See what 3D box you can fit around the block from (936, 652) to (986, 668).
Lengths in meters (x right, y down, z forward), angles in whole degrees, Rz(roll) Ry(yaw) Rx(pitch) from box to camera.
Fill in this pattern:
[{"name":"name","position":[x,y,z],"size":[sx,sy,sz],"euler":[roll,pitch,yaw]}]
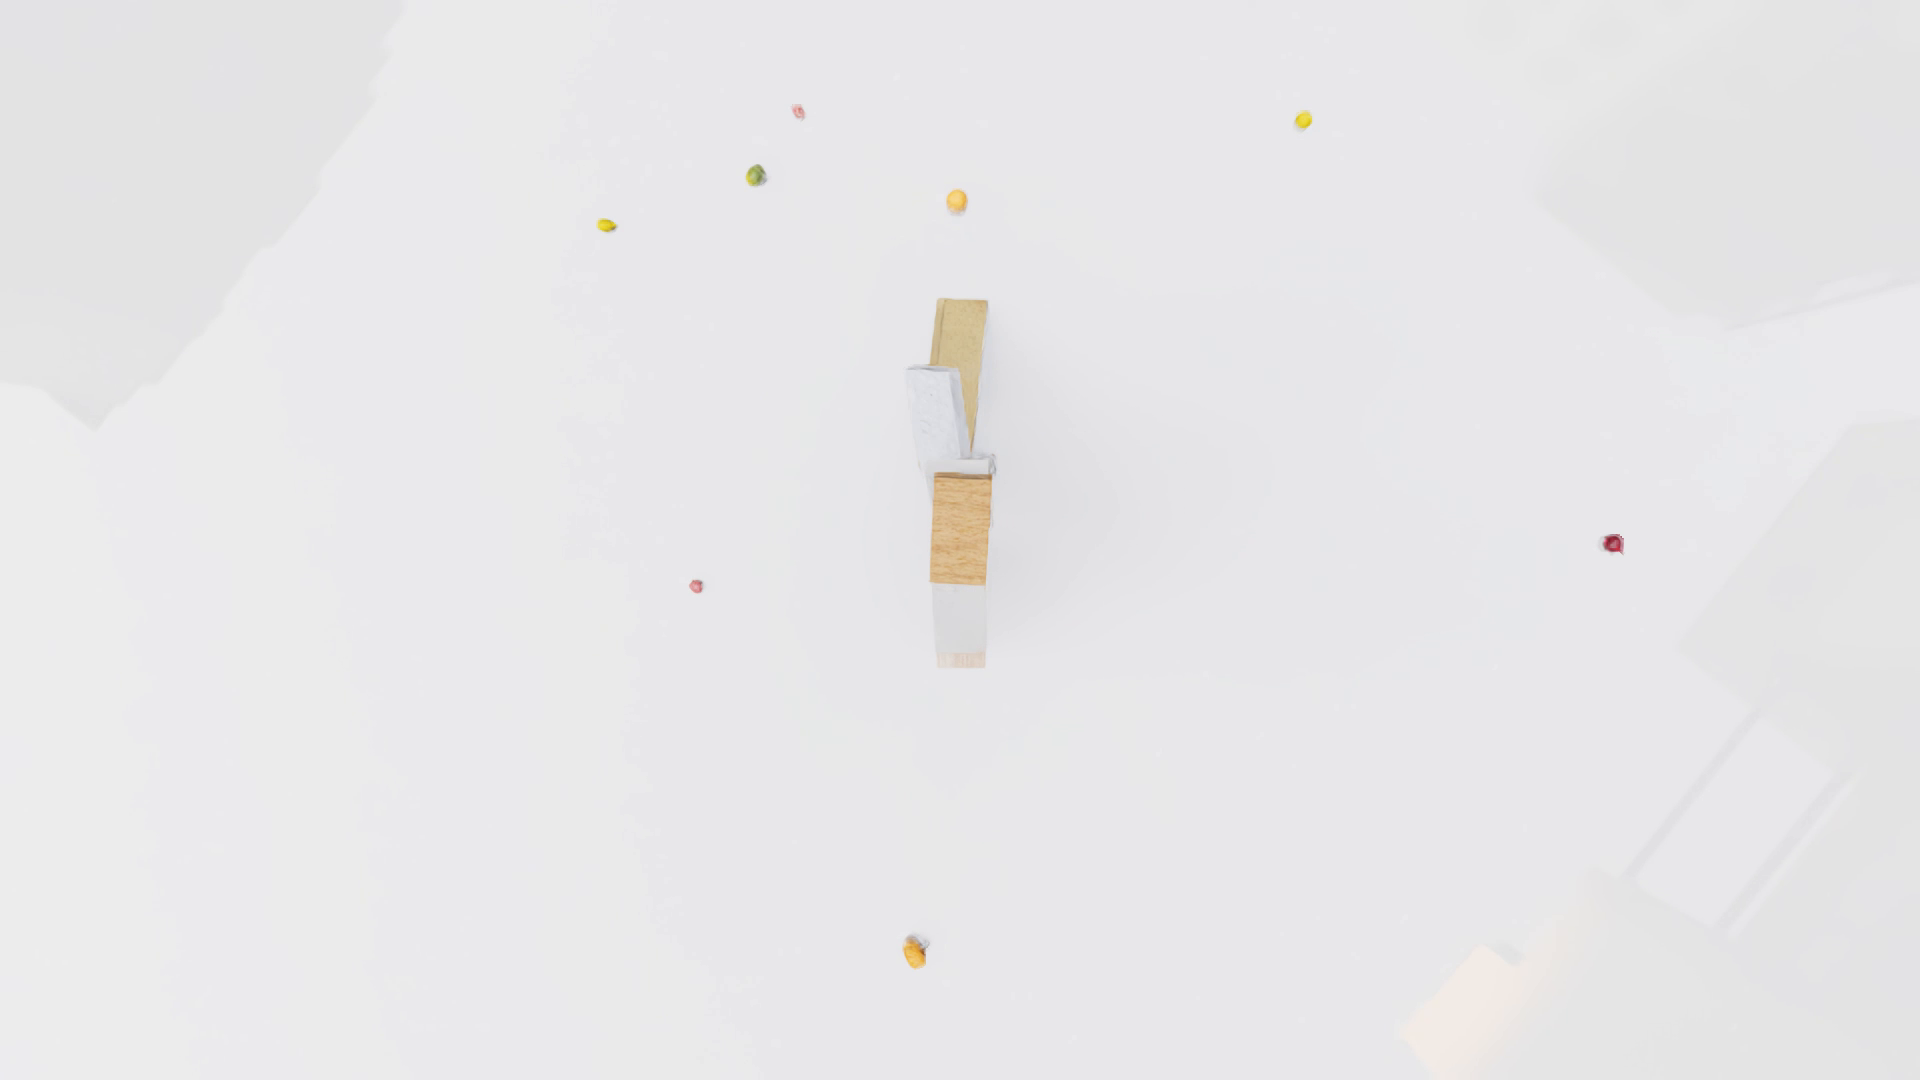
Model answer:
[{"name":"block","position":[0.003,0.232,4.822],"size":[0.142,0.040,0.283],"euler":[0,90,0]}]

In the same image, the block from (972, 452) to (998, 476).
[{"name":"block","position":[0.042,-0.230,5.319],"size":[0.153,0.022,0.076],"euler":[-14,58,14]}]

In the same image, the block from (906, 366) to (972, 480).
[{"name":"block","position":[-0.057,-0.331,4.738],"size":[0.166,0.047,0.331],"euler":[8,115,41]}]

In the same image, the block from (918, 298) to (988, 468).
[{"name":"block","position":[-0.020,-0.506,5.298],"size":[0.166,0.047,0.627],"euler":[3,62,6]}]

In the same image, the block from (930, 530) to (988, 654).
[{"name":"block","position":[-0.001,0.149,4.601],"size":[0.151,0.496,0.043],"euler":[-1,49,0]}]

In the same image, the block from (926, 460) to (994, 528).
[{"name":"block","position":[0.003,-0.124,4.508],"size":[0.166,0.331,0.047],"euler":[1,66,5]}]

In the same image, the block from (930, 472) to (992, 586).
[{"name":"block","position":[0.001,-0.029,4.362],"size":[0.151,0.043,0.302],"euler":[3,113,0]}]
